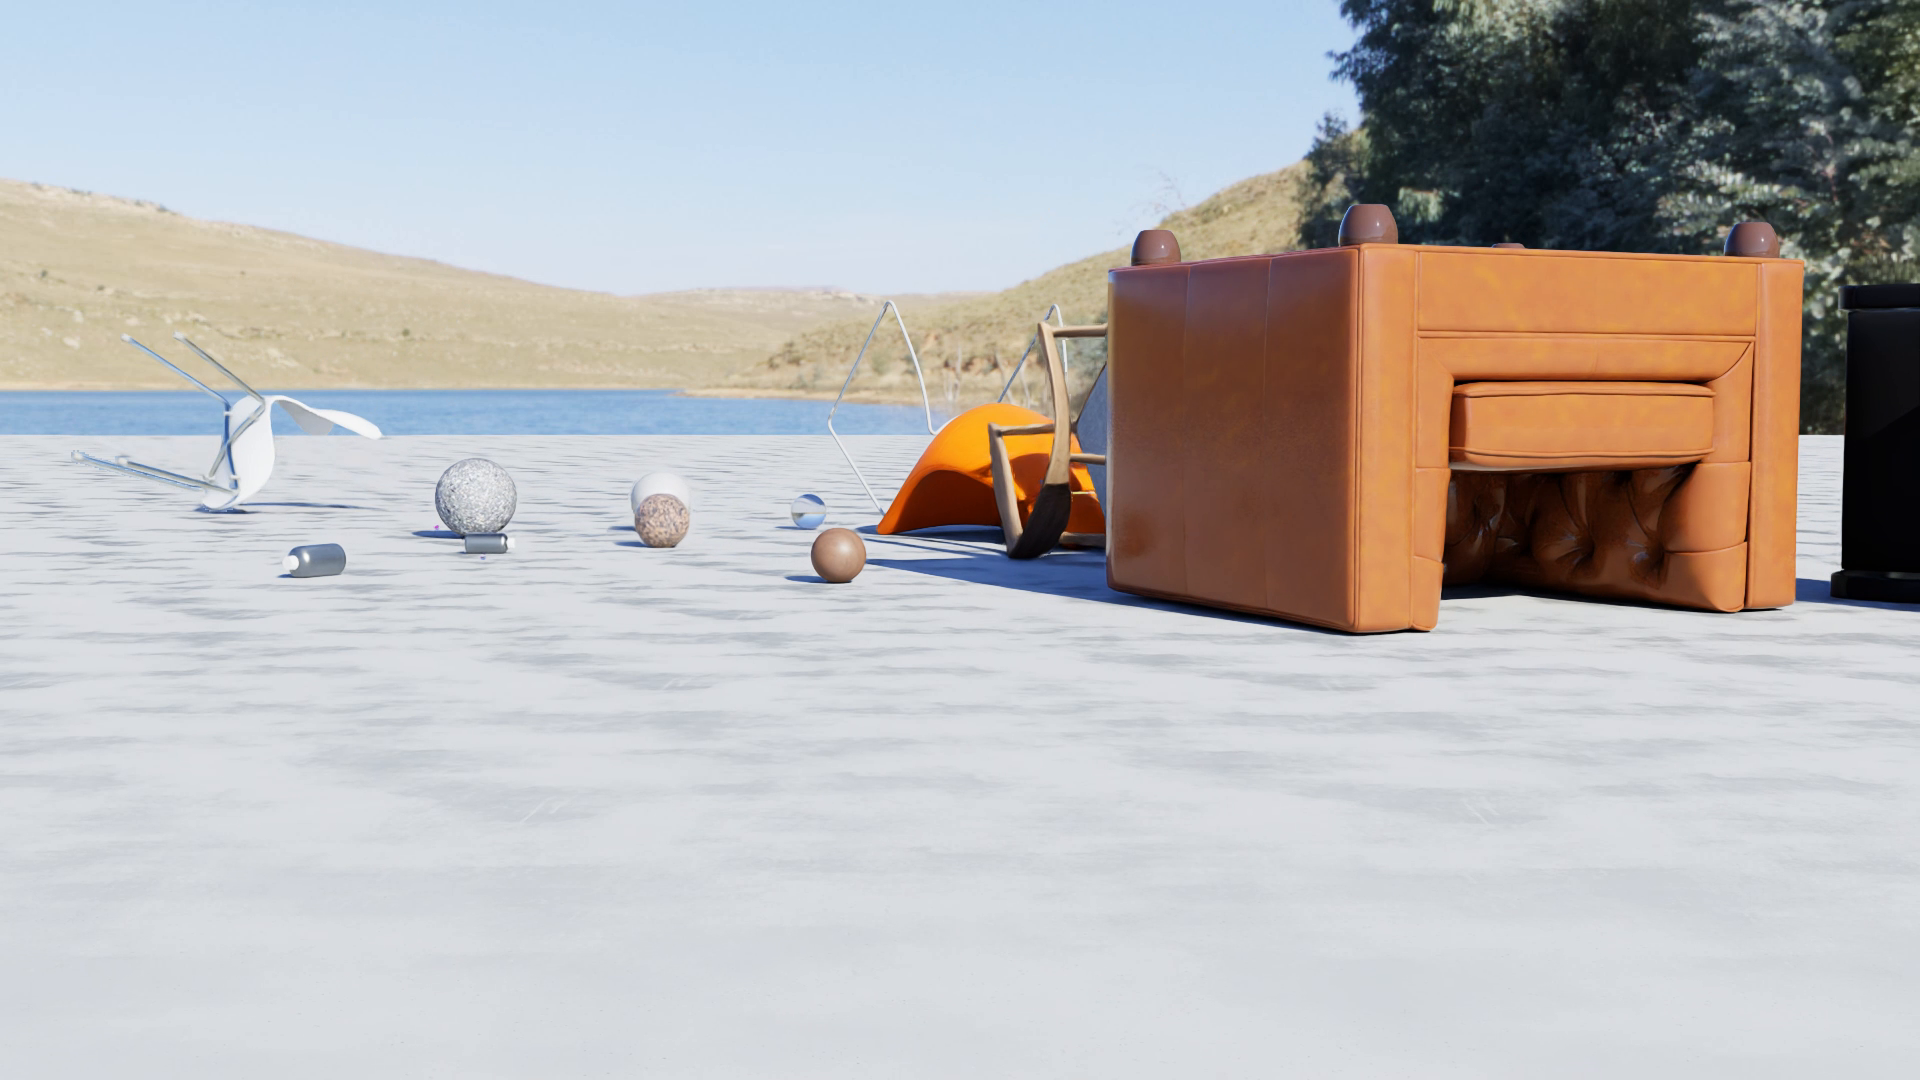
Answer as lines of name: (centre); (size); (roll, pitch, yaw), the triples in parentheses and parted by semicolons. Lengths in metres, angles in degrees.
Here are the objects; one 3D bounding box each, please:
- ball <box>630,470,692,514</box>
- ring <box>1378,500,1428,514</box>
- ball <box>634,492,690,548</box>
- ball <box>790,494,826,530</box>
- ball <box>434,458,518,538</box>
ball: (-0.945, -0.124, 6.953); (0.191, 0.191, 0.191); (0, 4, 0)
ring: (1.601, -0.120, 7.946); (0.196, 0.049, 0.112); (-1, 5, -20)
ball: (-0.842, -0.056, 6.215); (0.157, 0.157, 0.157); (0, 4, 0)
ball: (-0.484, -0.091, 7.028); (0.115, 0.115, 0.115); (0, 4, 0)
ball: (-1.455, -0.126, 6.613); (0.242, 0.242, 0.242); (0, 4, 0)
